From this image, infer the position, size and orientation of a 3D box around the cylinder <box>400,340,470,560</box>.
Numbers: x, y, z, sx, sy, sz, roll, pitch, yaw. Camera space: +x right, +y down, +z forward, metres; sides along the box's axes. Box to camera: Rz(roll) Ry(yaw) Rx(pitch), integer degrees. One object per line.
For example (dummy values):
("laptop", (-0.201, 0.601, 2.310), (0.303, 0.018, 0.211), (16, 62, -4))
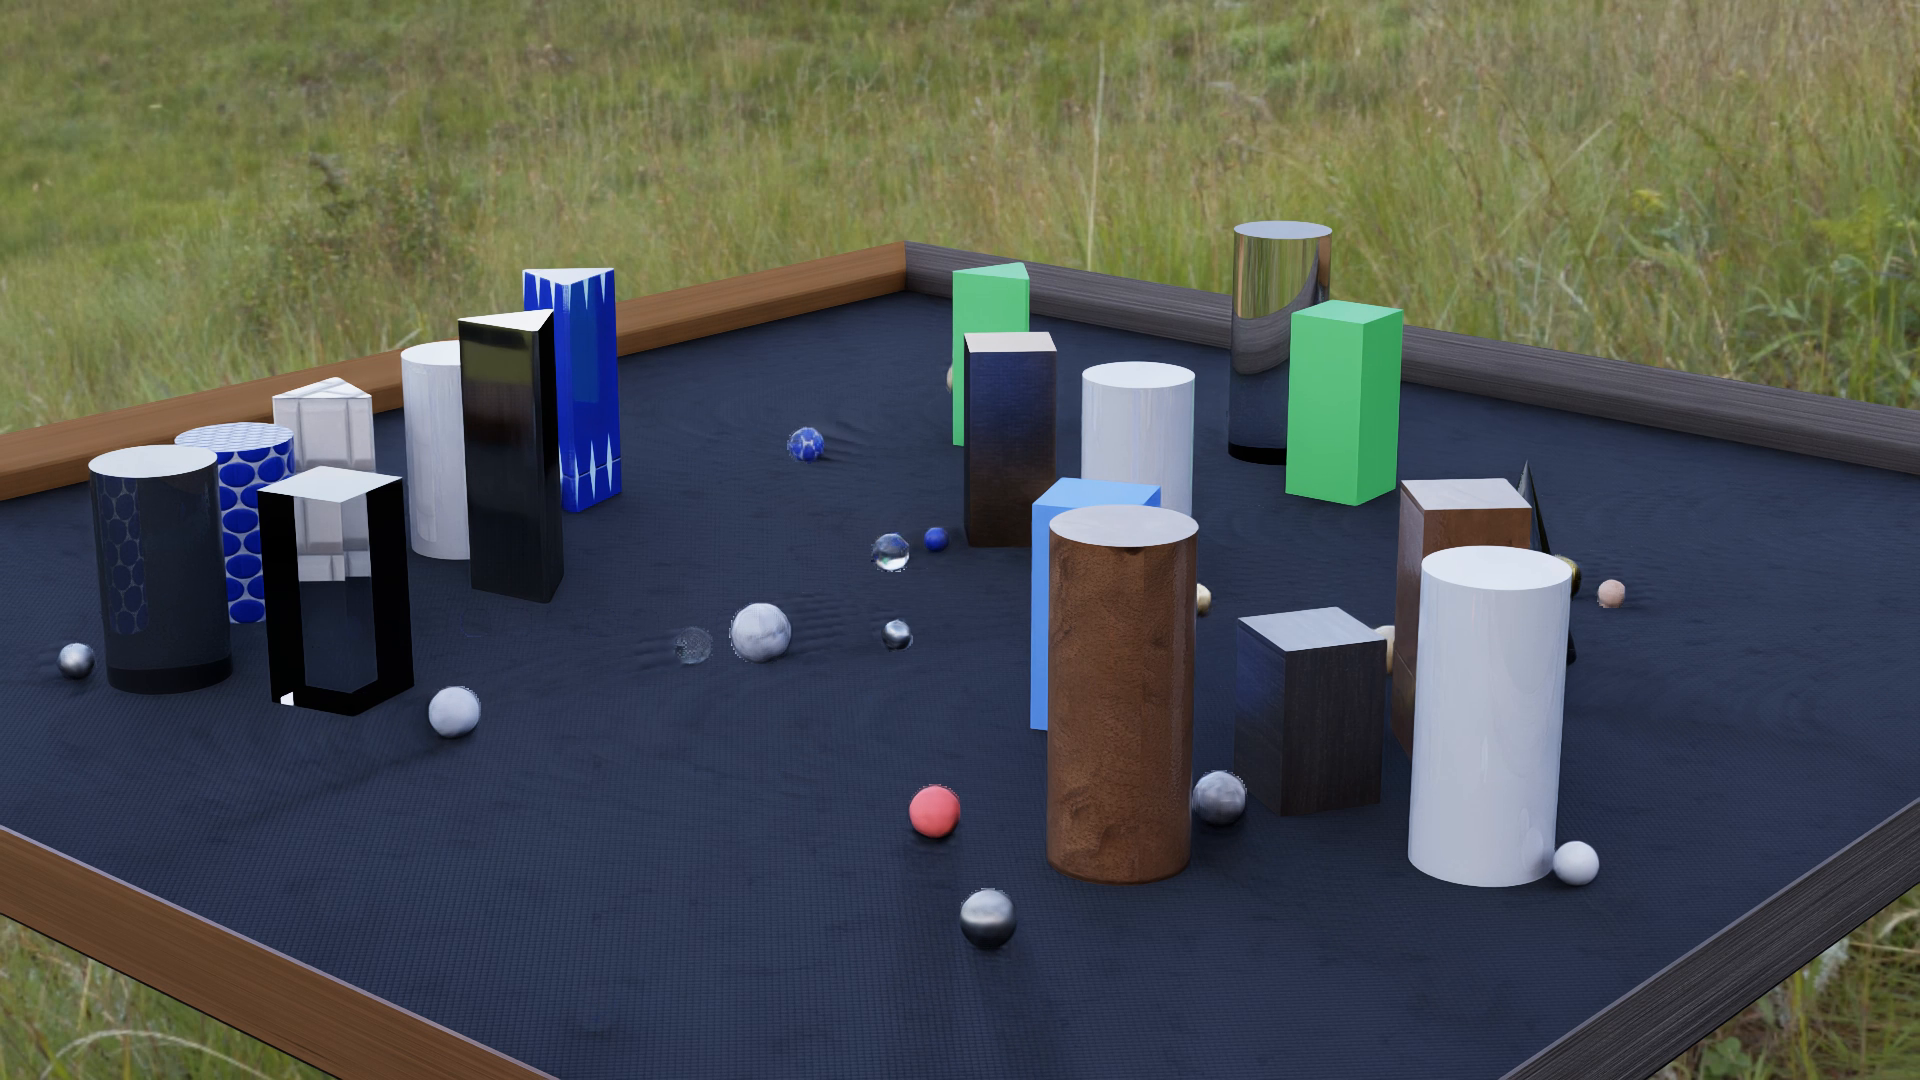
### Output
("cylinder", (-0.915, -0.167, 5.376), (0.197, 0.363, 0.197), (0, 17, 0))

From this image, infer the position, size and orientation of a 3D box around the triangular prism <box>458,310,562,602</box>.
("triangular prism", (-0.751, -0.153, 5.121), (0.171, 0.483, 0.148), (10, 20, 30))

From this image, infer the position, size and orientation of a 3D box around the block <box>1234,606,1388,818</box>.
("block", (0.501, 0.245, 4.210), (0.158, 0.248, 0.158), (-6, 18, -19))

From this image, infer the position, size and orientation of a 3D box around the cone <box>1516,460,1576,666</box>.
("cone", (0.917, 0.028, 4.788), (0.197, 0.331, 0.197), (0, 17, 0))

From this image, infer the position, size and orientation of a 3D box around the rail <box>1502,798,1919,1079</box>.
("rail", (1.341, 0.368, 4.005), (0.045, 0.128, 3.709), (14, 22, 39))

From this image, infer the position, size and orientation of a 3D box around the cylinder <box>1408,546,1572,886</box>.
("cylinder", (0.712, 0.236, 3.949), (0.197, 0.416, 0.197), (0, 17, 0))

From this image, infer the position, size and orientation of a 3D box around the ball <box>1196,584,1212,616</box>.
("ball", (0.402, 0.103, 5.012), (0.058, 0.058, 0.058), (0, 17, 0))

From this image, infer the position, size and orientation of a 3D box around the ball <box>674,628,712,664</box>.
("ball", (-0.435, 0.172, 4.776), (0.060, 0.060, 0.060), (0, 17, 0))

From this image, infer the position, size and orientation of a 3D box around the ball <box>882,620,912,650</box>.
("ball", (-0.105, 0.158, 4.843), (0.050, 0.050, 0.050), (0, 17, 0))

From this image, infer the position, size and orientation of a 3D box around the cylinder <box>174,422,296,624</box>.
("cylinder", (-1.235, -0.031, 5.033), (0.197, 0.301, 0.197), (0, 17, 0))

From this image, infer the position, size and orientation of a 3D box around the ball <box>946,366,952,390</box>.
("ball", (0.005, -0.359, 6.517), (0.072, 0.072, 0.072), (0, 17, 0))

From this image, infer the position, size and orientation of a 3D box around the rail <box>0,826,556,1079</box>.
("rail", (-1.200, 0.431, 3.796), (3.599, 0.128, 0.045), (14, 22, 39))

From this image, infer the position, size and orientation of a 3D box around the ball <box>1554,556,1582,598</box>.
("ball", (1.041, 0.067, 5.095), (0.079, 0.079, 0.079), (0, 17, 0))

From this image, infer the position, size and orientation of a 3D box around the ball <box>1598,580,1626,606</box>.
("ball", (1.126, 0.092, 5.065), (0.047, 0.047, 0.047), (0, 17, 0))

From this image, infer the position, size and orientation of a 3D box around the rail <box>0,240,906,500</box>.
("rail", (-1.341, -0.304, 6.235), (0.045, 0.128, 3.709), (14, 22, 39))

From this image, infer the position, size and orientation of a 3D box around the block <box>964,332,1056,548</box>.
("block", (0.091, -0.187, 5.432), (0.158, 0.369, 0.158), (-1, 17, -4))

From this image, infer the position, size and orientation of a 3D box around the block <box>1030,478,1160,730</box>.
("block", (0.208, 0.103, 4.490), (0.158, 0.358, 0.158), (5, 18, 17))

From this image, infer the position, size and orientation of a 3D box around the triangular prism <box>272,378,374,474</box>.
("triangular prism", (-1.132, -0.121, 5.301), (0.171, 0.319, 0.148), (0, 17, -2))

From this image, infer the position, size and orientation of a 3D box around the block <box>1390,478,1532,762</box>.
("block", (0.744, 0.120, 4.373), (0.158, 0.393, 0.158), (-1, 17, -4))

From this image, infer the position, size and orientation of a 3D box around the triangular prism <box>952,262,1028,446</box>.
("triangular prism", (0.094, -0.383, 6.090), (0.171, 0.366, 0.148), (8, 19, 26))

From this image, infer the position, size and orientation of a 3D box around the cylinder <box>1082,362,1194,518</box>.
("cylinder", (0.313, -0.113, 5.188), (0.197, 0.369, 0.197), (0, 17, 0))

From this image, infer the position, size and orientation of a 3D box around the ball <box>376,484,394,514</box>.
("ball", (-1.113, -0.079, 5.619), (0.055, 0.055, 0.055), (0, 17, 0))

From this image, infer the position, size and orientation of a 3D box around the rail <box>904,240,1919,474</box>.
("rail", (1.200, -0.367, 6.443), (3.599, 0.128, 0.045), (14, 22, 39))

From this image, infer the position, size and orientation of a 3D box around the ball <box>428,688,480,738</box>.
("ball", (-0.768, 0.262, 4.450), (0.077, 0.077, 0.077), (0, 17, 0))

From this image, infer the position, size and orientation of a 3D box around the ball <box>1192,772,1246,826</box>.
("ball", (0.364, 0.363, 4.118), (0.075, 0.075, 0.075), (0, 17, 0))

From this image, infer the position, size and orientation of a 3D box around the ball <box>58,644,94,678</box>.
("ball", (-1.419, 0.194, 4.709), (0.057, 0.057, 0.057), (0, 17, 0))

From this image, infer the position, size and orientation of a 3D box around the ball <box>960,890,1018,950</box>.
("ball", (0.036, 0.482, 3.724), (0.075, 0.075, 0.075), (0, 17, 0))

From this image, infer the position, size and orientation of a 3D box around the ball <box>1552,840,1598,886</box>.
("ball", (0.822, 0.432, 3.915), (0.060, 0.060, 0.060), (0, 17, 0))

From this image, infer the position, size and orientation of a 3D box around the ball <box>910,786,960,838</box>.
("ball", (-0.035, 0.378, 4.073), (0.072, 0.072, 0.072), (0, 17, 0))

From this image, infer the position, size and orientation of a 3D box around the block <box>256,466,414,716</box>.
("block", (-0.976, 0.078, 4.593), (0.158, 0.346, 0.158), (8, 18, 25))

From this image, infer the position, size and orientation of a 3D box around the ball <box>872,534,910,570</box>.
("ball", (-0.124, 0.022, 5.264), (0.067, 0.067, 0.067), (0, 17, 0))

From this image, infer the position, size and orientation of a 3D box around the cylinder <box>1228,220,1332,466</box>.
("cylinder", (0.652, -0.403, 5.984), (0.197, 0.465, 0.197), (0, 17, 0))

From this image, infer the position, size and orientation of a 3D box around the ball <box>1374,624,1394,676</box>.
("ball", (0.693, 0.177, 4.721), (0.082, 0.082, 0.082), (0, 17, 0))

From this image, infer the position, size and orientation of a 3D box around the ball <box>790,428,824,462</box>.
("ball", (-0.312, -0.194, 5.973), (0.071, 0.071, 0.071), (0, 17, 0))

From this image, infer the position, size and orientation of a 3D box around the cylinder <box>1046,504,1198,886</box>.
("cylinder", (0.216, 0.207, 3.944), (0.197, 0.474, 0.197), (0, 17, 0))

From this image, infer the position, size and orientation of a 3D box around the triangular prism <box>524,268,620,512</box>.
("triangular prism", (-0.728, -0.298, 5.668), (0.148, 0.445, 0.171), (-11, 20, -33))

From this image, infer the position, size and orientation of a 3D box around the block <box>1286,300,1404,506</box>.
("block", (0.750, -0.269, 5.722), (0.158, 0.360, 0.158), (12, 21, 35))

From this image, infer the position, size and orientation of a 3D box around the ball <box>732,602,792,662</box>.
("ball", (-0.324, 0.151, 4.783), (0.097, 0.097, 0.097), (0, 17, 0))

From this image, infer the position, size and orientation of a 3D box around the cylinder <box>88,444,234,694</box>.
("cylinder", (-1.274, 0.046, 4.683), (0.197, 0.357, 0.197), (0, 17, 0))

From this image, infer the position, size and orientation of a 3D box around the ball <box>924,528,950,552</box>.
("ball", (-0.043, -0.001, 5.374), (0.046, 0.046, 0.046), (0, 17, 0))
